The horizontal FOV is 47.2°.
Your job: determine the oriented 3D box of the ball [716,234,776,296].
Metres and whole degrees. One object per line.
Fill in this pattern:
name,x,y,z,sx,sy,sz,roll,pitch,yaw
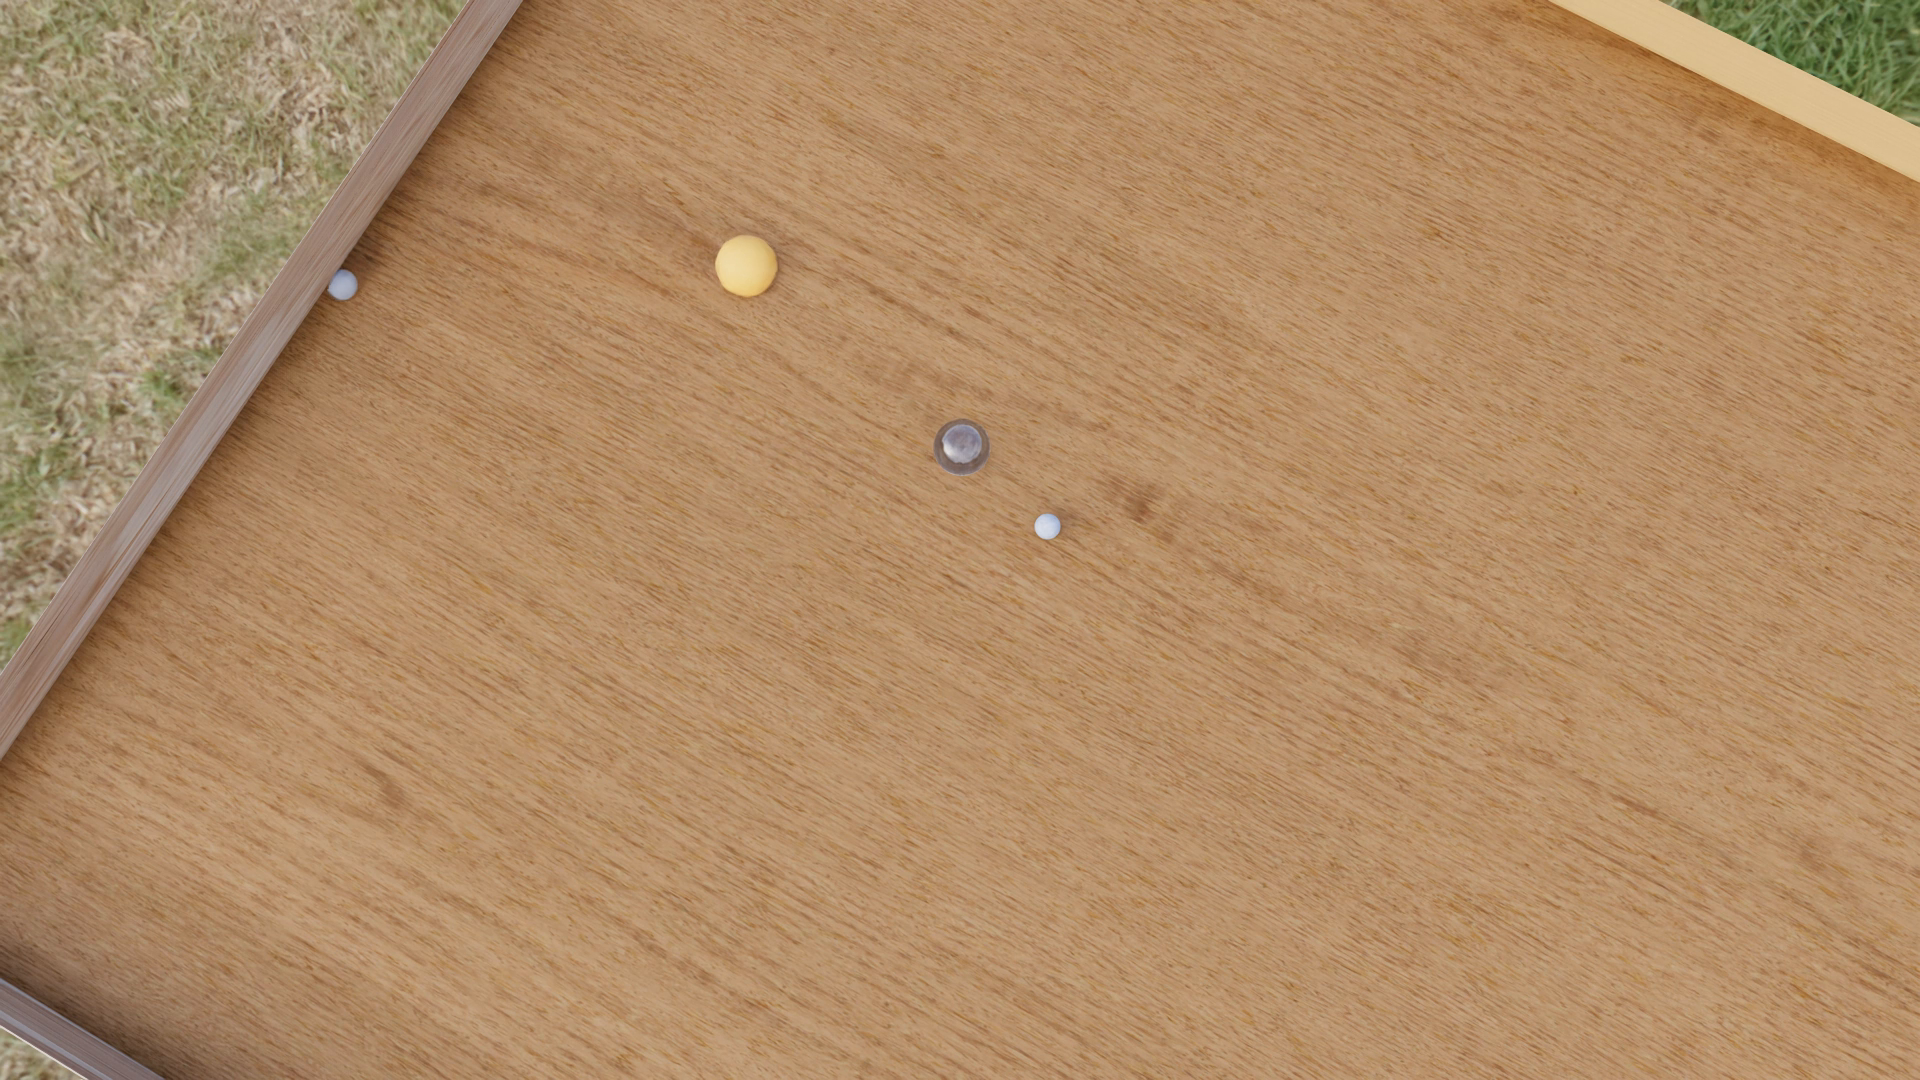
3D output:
ball,-0.336,-0.431,3.455,0.096,0.096,0.096,0,75,0

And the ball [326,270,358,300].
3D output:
ball,-0.975,-0.404,3.473,0.048,0.048,0.048,0,75,0

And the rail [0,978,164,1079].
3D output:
rail,0.334,1.586,2.890,4.420,0.125,0.045,29,77,7

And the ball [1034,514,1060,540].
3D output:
ball,0.134,-0.021,3.373,0.040,0.040,0.040,0,75,0

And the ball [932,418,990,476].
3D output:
ball,0.003,-0.143,3.381,0.089,0.089,0.089,0,75,0

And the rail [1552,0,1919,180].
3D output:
rail,1.589,-0.553,3.473,4.420,0.125,0.045,29,77,7

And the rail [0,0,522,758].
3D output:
rail,-0.941,-0.523,3.464,0.045,0.125,2.595,29,77,7
